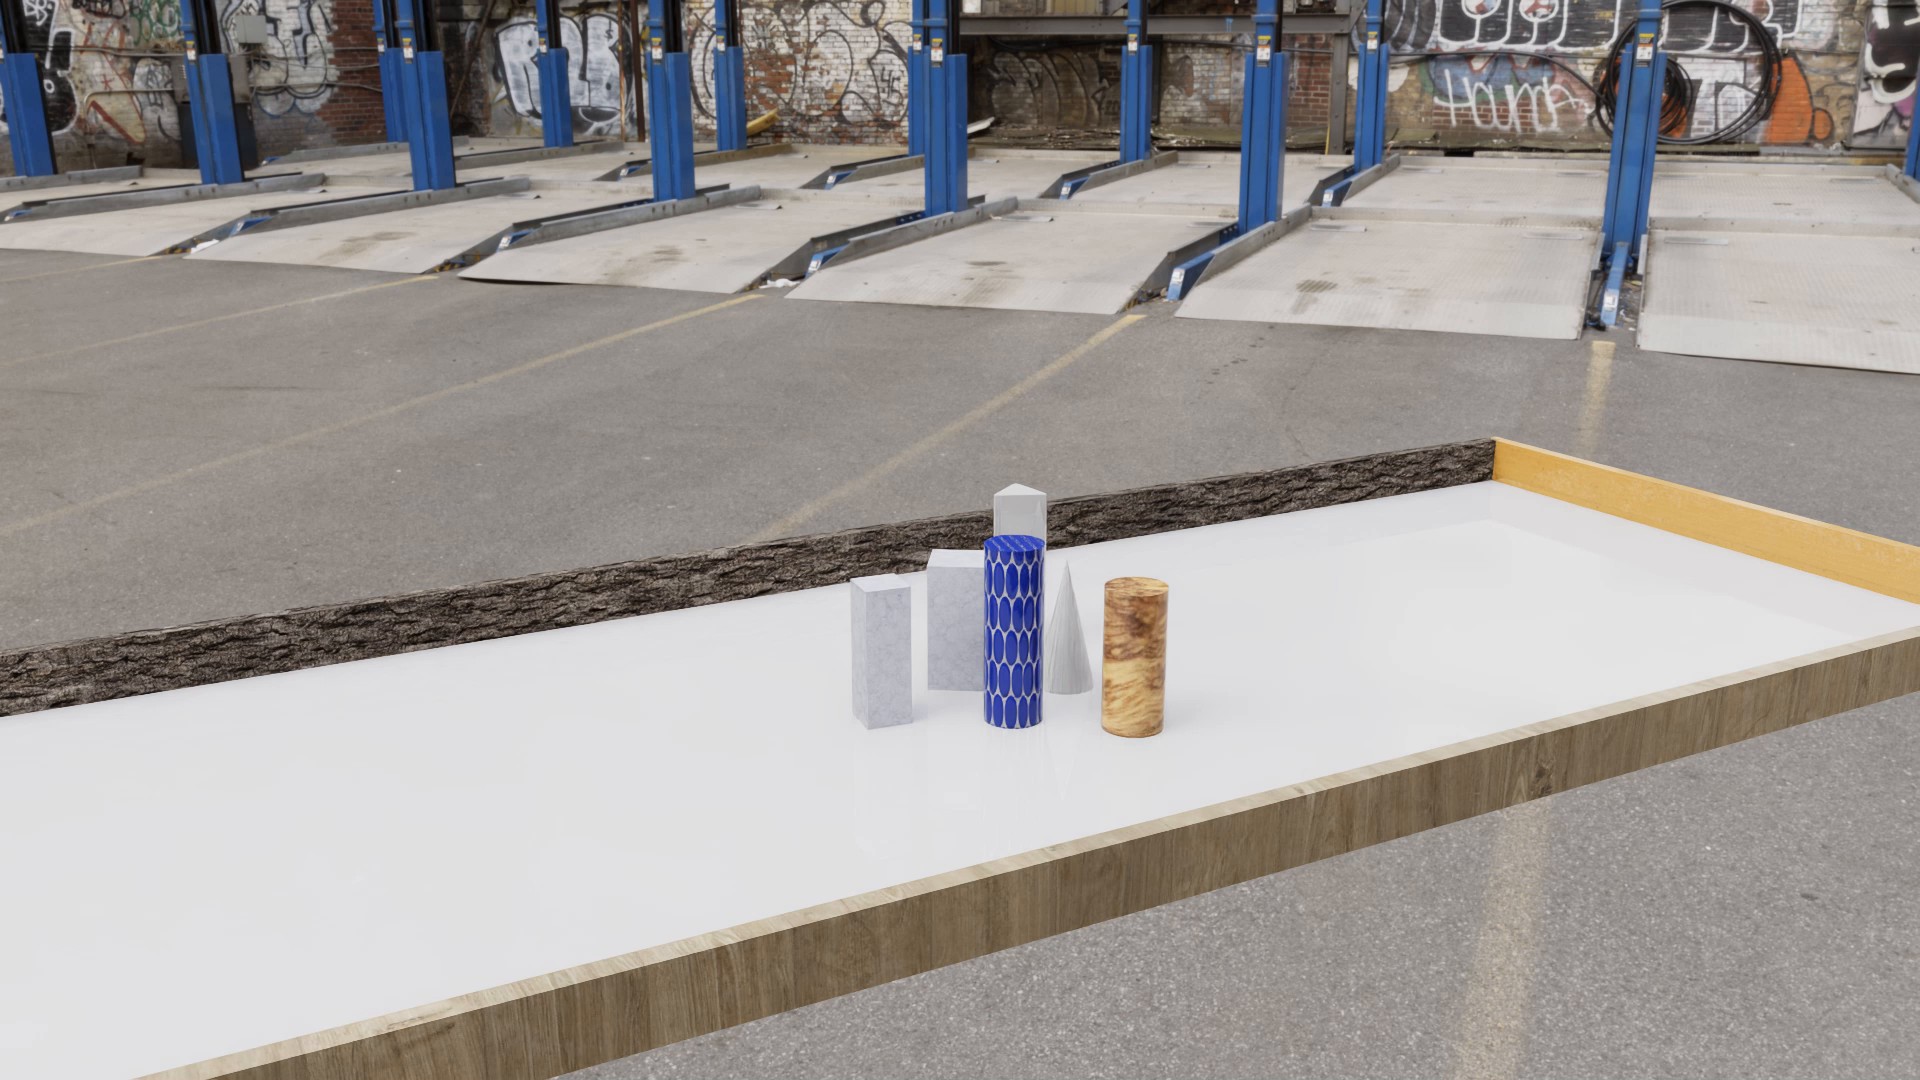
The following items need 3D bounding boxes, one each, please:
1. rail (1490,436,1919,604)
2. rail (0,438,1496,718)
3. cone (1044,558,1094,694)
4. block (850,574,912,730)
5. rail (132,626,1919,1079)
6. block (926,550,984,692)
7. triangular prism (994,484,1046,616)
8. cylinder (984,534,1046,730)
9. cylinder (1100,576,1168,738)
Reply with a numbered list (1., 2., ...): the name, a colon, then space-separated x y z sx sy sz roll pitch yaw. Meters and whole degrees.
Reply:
1. rail: 2.466 -0.048 5.253 0.050 0.150 2.100 -9 18 -27
2. rail: -3.305 0.497 3.399 12.000 0.150 0.050 -9 18 -27
3. cone: 0.262 0.203 4.084 0.149 0.328 0.149 0 16 0
4. block: -0.185 0.261 3.867 0.110 0.339 0.110 -7 18 -22
5. rail: -2.336 1.006 1.665 12.000 0.150 0.050 -9 18 -27
6. block: -0.003 0.199 4.107 0.142 0.322 0.142 1 16 5
7. triangular prism: 0.153 0.065 4.395 0.137 0.416 0.119 -1 16 -4
8. cylinder: 0.126 0.214 3.859 0.141 0.432 0.141 0 16 0
9. cylinder: 0.404 0.271 3.823 0.148 0.344 0.148 0 16 0
